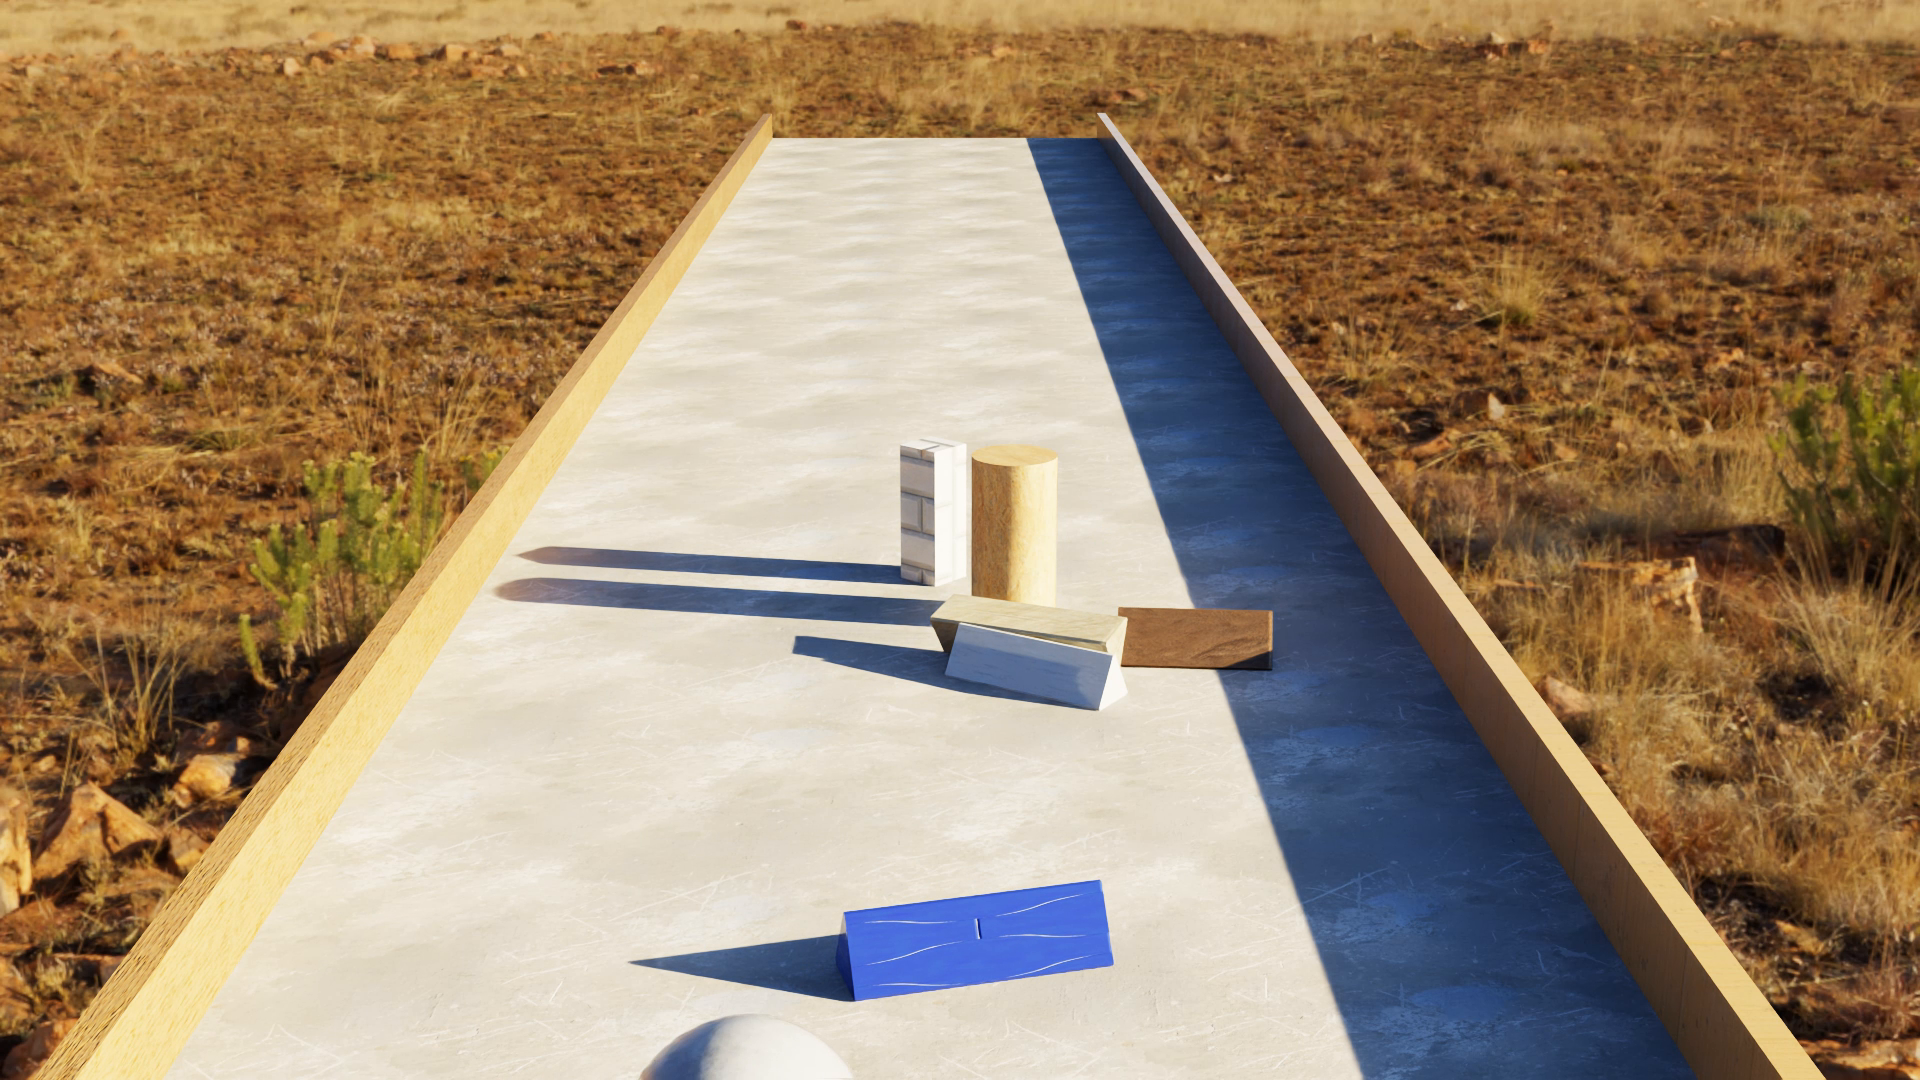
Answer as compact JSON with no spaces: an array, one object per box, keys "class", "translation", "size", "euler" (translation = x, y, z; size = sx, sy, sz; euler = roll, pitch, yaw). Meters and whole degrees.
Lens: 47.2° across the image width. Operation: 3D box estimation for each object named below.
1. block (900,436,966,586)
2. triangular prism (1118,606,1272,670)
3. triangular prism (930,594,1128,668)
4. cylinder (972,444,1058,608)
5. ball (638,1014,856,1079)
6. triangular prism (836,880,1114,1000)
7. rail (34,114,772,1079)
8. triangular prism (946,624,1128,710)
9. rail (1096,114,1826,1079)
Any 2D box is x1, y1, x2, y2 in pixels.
[{"class":"block","translation":[-0.060,-0.064,4.904],"size":[0.104,0.307,0.104],"euler":[14,22,39]},{"class":"triangular prism","translation":[0.470,0.187,4.405],"size":[0.307,0.104,0.120],"euler":[1,17,4]},{"class":"triangular prism","translation":[0.142,0.173,4.372],"size":[0.373,0.119,0.103],"euler":[7,55,23]},{"class":"cylinder","translation":[0.113,-0.005,4.617],"size":[0.180,0.357,0.180],"euler":[0,17,0]},{"class":"ball","translation":[-0.240,0.675,2.463],"size":[0.281,0.281,0.281],"euler":[0,17,0]},{"class":"triangular prism","translation":[0.021,0.559,3.152],"size":[0.382,0.106,0.122],"euler":[-5,17,-15]},{"class":"rail","translation":[-1.118,-0.838,7.780],"size":[0.050,0.150,12.000],"euler":[0,17,-1]},{"class":"triangular prism","translation":[0.146,0.235,4.262],"size":[0.348,0.094,0.108],"euler":[10,19,31]},{"class":"rail","translation":[0.932,-0.844,7.801],"size":[0.050,0.150,12.000],"euler":[0,17,-1]}]
